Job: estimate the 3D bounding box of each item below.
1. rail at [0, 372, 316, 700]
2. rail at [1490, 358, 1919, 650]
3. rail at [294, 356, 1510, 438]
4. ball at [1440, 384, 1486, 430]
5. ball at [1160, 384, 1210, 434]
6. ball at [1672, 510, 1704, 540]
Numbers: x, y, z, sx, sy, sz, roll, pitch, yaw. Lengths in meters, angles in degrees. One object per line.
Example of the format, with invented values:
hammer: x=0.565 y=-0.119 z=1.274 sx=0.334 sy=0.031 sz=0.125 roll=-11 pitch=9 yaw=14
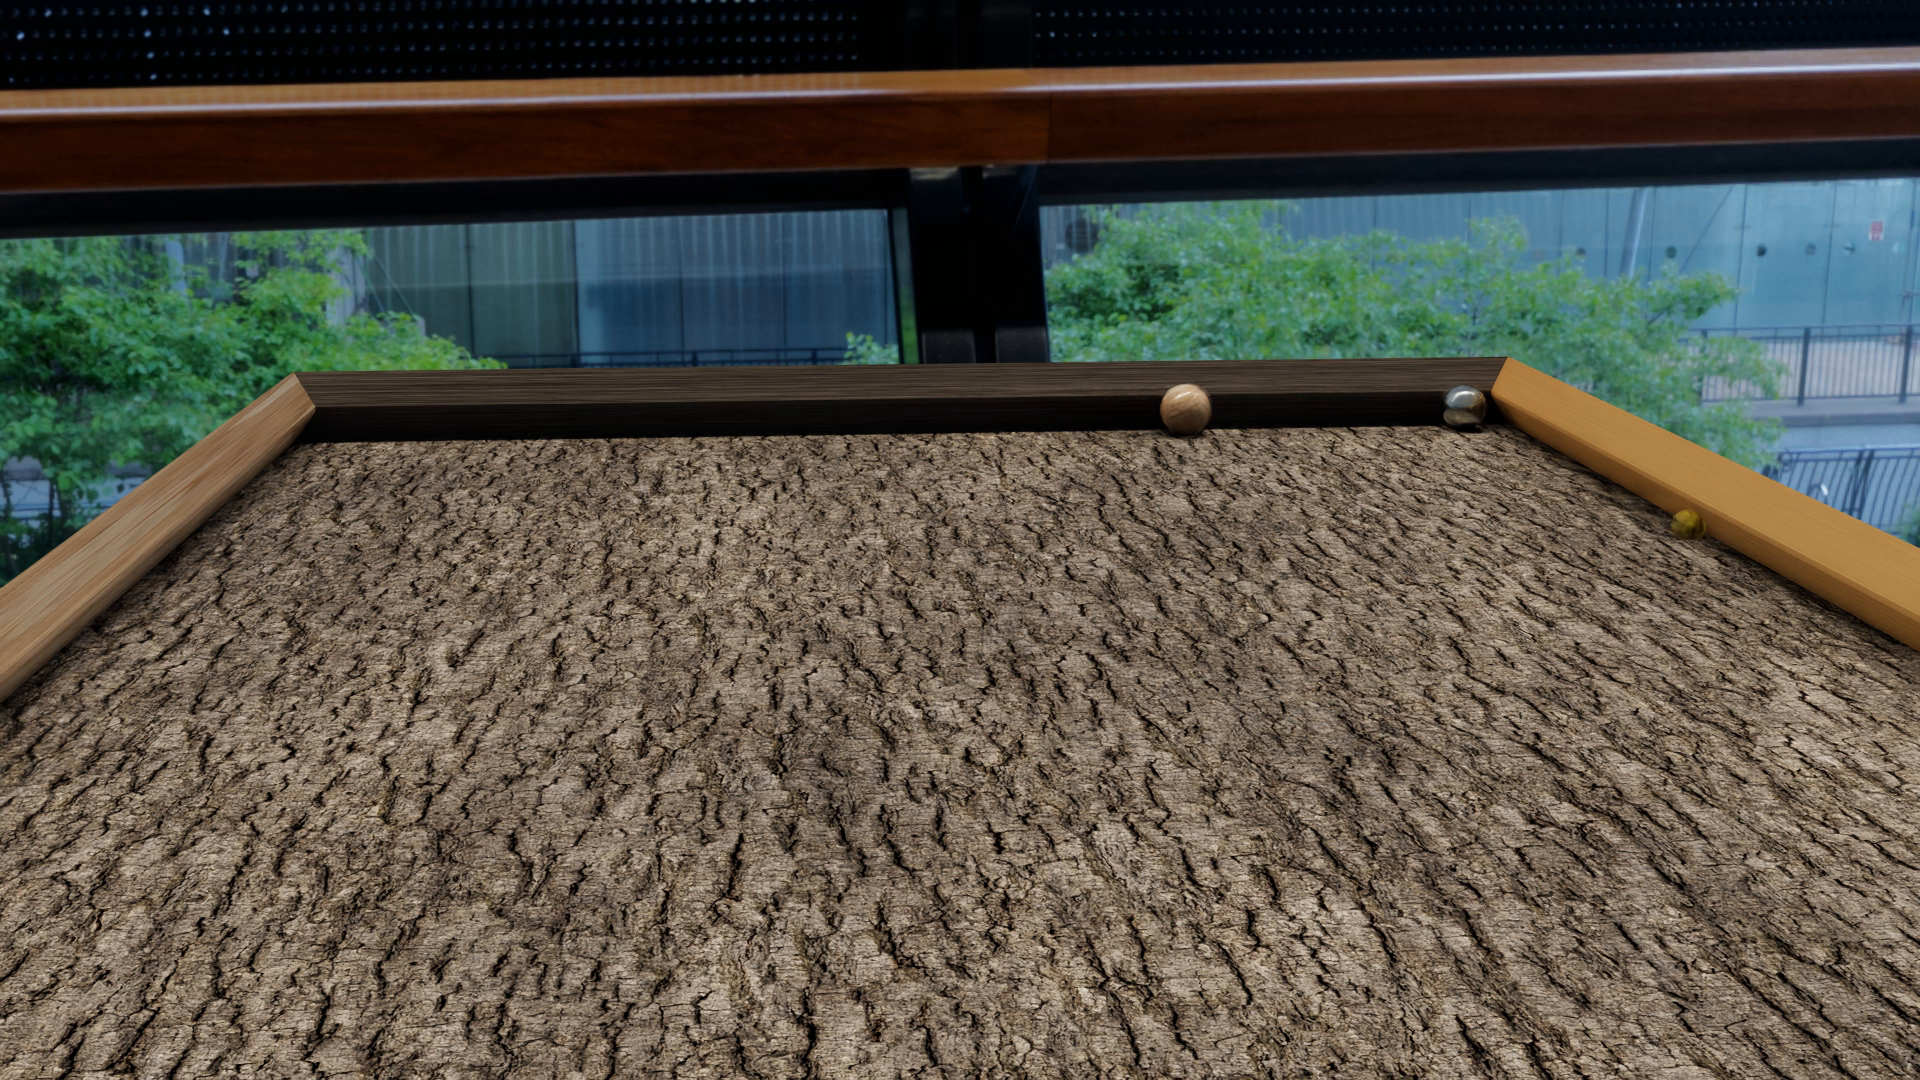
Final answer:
rail: x=-0.997 y=0.235 z=1.933 sx=0.045 sy=0.119 sz=4.119 roll=-1 pitch=13 yaw=-5
rail: x=1.165 y=0.194 z=2.105 sx=0.045 sy=0.119 sz=4.119 roll=-1 pitch=13 yaw=-5
rail: x=-0.082 y=-0.256 z=3.992 sx=2.217 sy=0.119 sz=0.045 roll=-1 pitch=13 yaw=-5
ball: x=0.919 y=-0.242 z=4.016 sx=0.083 sy=0.083 sz=0.083 roll=0 pitch=13 yaw=0
ball: x=0.407 y=-0.236 z=3.969 sx=0.092 sy=0.092 sz=0.092 roll=0 pitch=13 yaw=0
ball: x=1.051 y=-0.022 z=3.176 sx=0.044 sy=0.044 sz=0.044 roll=0 pitch=13 yaw=0
